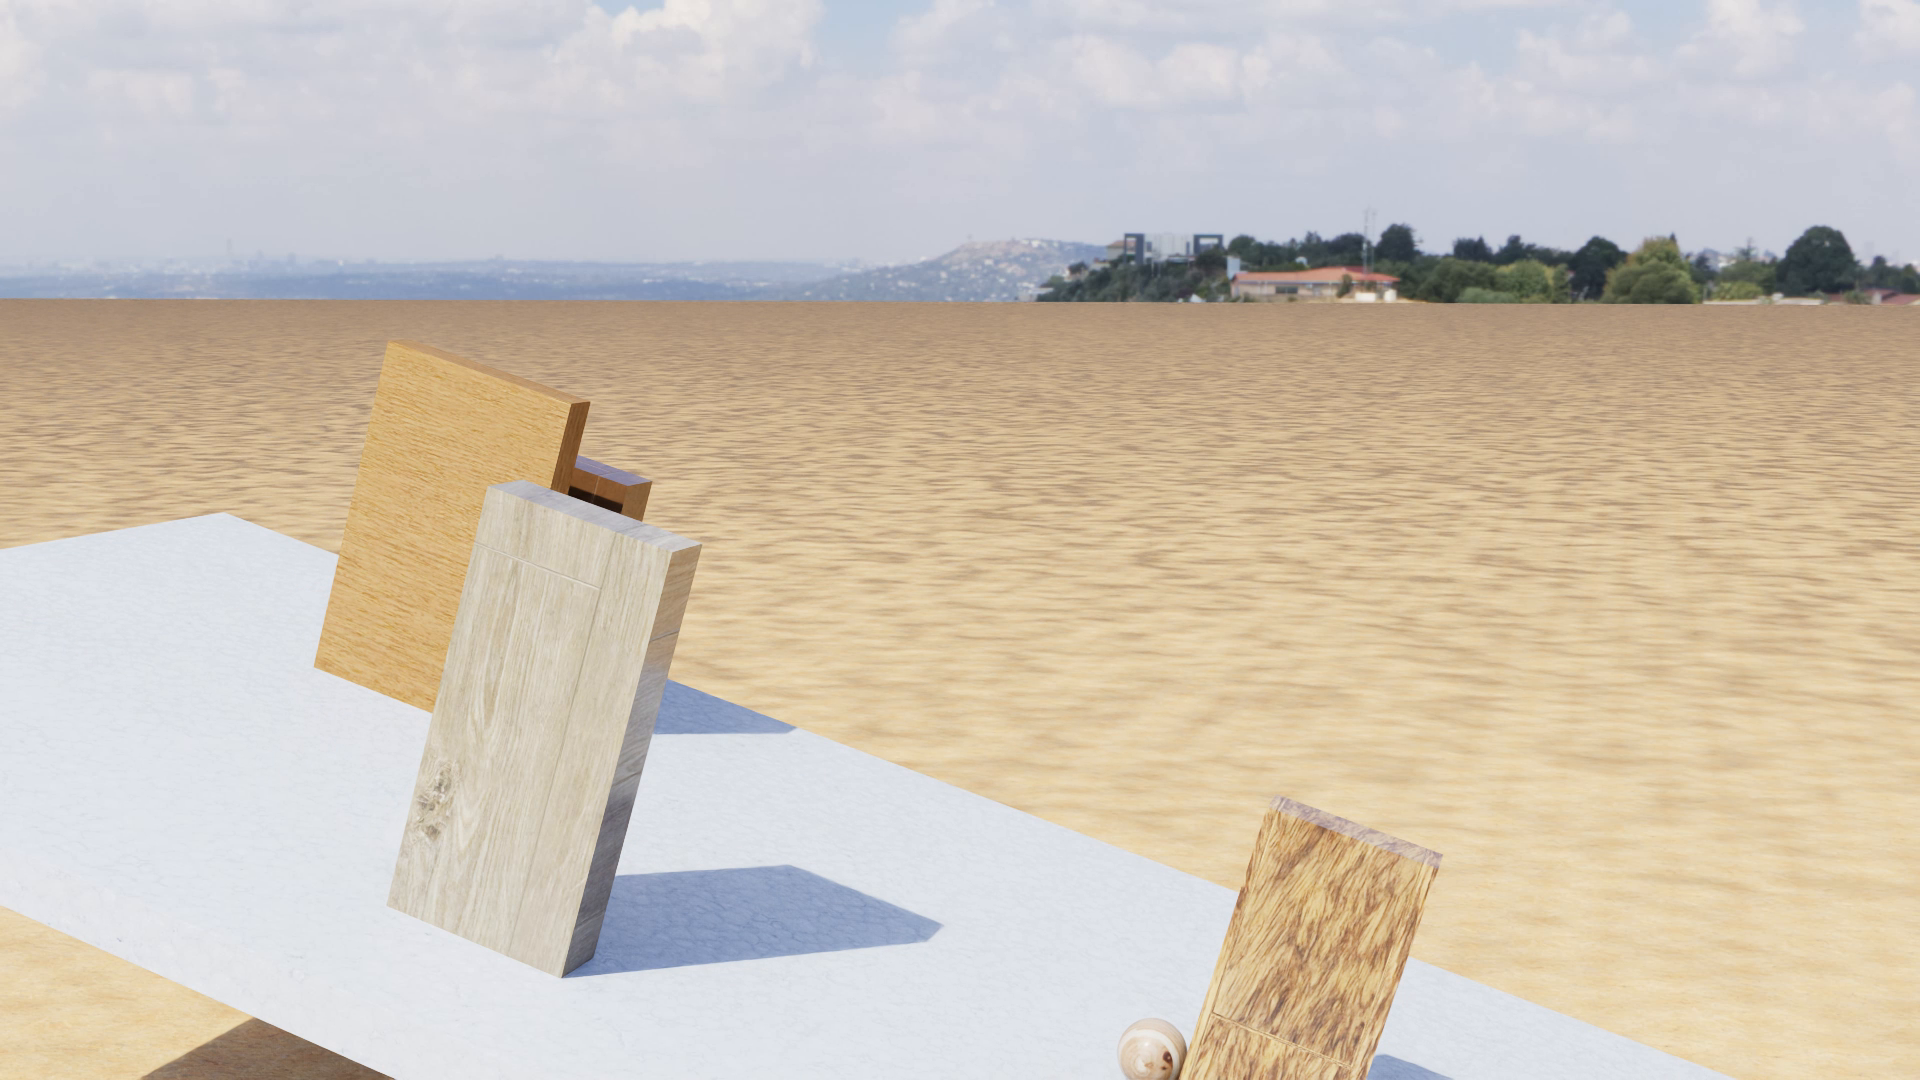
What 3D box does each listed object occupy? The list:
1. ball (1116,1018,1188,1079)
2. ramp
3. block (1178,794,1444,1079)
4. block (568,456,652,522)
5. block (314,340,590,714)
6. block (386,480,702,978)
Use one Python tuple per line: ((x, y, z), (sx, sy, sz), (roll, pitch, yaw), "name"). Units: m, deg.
((0.334, 0.893, 3.820), (0.123, 0.123, 0.123), (0, 7, 0), "ball")
((-0.372, 0.721, 4.236), (4.000, 0.100, 2.000), (19, 12, 14), "ramp")
((0.580, 0.751, 3.709), (0.292, 0.569, 0.096), (19, 12, 14), "block")
((-0.951, 0.065, 4.973), (0.373, 0.530, 0.127), (19, 12, 14), "block")
((-1.077, -0.007, 4.638), (0.436, 0.730, 0.088), (19, 12, 14), "block")
((-0.690, 0.309, 3.627), (0.336, 0.743, 0.118), (19, 12, 14), "block")
